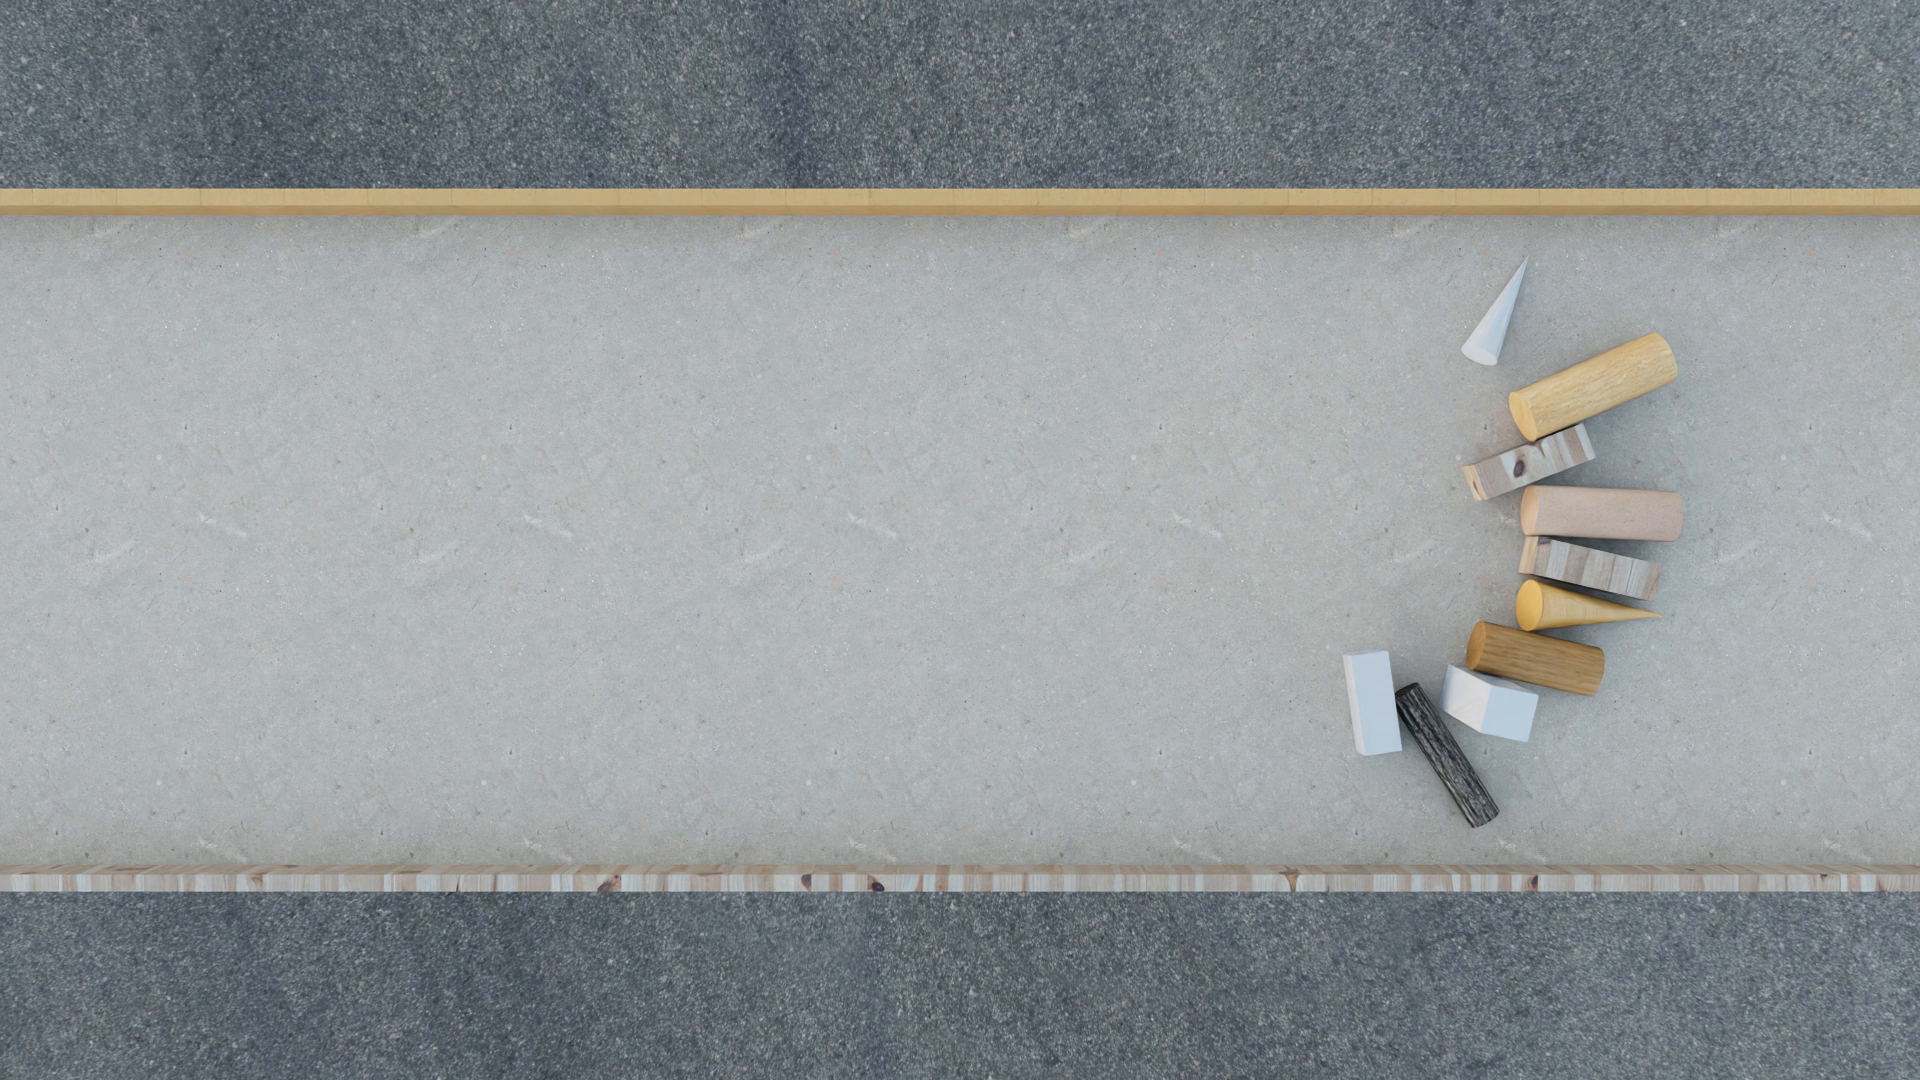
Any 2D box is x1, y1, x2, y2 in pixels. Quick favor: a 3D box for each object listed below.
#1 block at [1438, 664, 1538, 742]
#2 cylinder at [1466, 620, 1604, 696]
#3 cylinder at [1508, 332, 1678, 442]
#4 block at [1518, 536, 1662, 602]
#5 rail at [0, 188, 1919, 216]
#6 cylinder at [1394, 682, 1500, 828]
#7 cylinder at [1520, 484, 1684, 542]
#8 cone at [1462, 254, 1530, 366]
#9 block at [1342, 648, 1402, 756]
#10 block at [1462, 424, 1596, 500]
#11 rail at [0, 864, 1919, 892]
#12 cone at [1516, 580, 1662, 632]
[{"bbox_3d":[1.555,0.477,4.872,0.138,0.397,0.138,12,94,-2],"label":"block"},{"bbox_3d":[1.743,0.360,5.000,0.366,0.153,0.153,13,90,0],"label":"cylinder"},{"bbox_3d":[1.915,-0.464,4.995,0.458,0.163,0.163,-23,90,0],"label":"cylinder"},{"bbox_3d":[1.915,0.088,5.020,0.383,0.114,0.114,13,90,0],"label":"block"},{"bbox_3d":[-2.247,-1.025,5.002,12.000,0.150,0.050,0,90,0],"label":"rail"},{"bbox_3d":[1.477,0.655,5.026,0.100,0.100,0.460,-33,90,0],"label":"cylinder"},{"bbox_3d":[1.942,-0.081,4.999,0.434,0.156,0.156,3,90,0],"label":"cylinder"},{"bbox_3d":[1.668,-0.724,5.049,0.113,0.113,0.373,28,81,0],"label":"cone"},{"bbox_3d":[1.254,0.492,5.020,0.112,0.112,0.303,-8,90,0],"label":"block"},{"bbox_3d":[1.730,-0.236,5.021,0.354,0.111,0.111,-21,90,0],"label":"block"},{"bbox_3d":[-2.247,1.025,5.001,12.000,0.150,0.050,0,90,0],"label":"rail"},{"bbox_3d":[1.948,0.216,5.038,0.455,0.157,0.157,4,90,-10],"label":"cone"}]
